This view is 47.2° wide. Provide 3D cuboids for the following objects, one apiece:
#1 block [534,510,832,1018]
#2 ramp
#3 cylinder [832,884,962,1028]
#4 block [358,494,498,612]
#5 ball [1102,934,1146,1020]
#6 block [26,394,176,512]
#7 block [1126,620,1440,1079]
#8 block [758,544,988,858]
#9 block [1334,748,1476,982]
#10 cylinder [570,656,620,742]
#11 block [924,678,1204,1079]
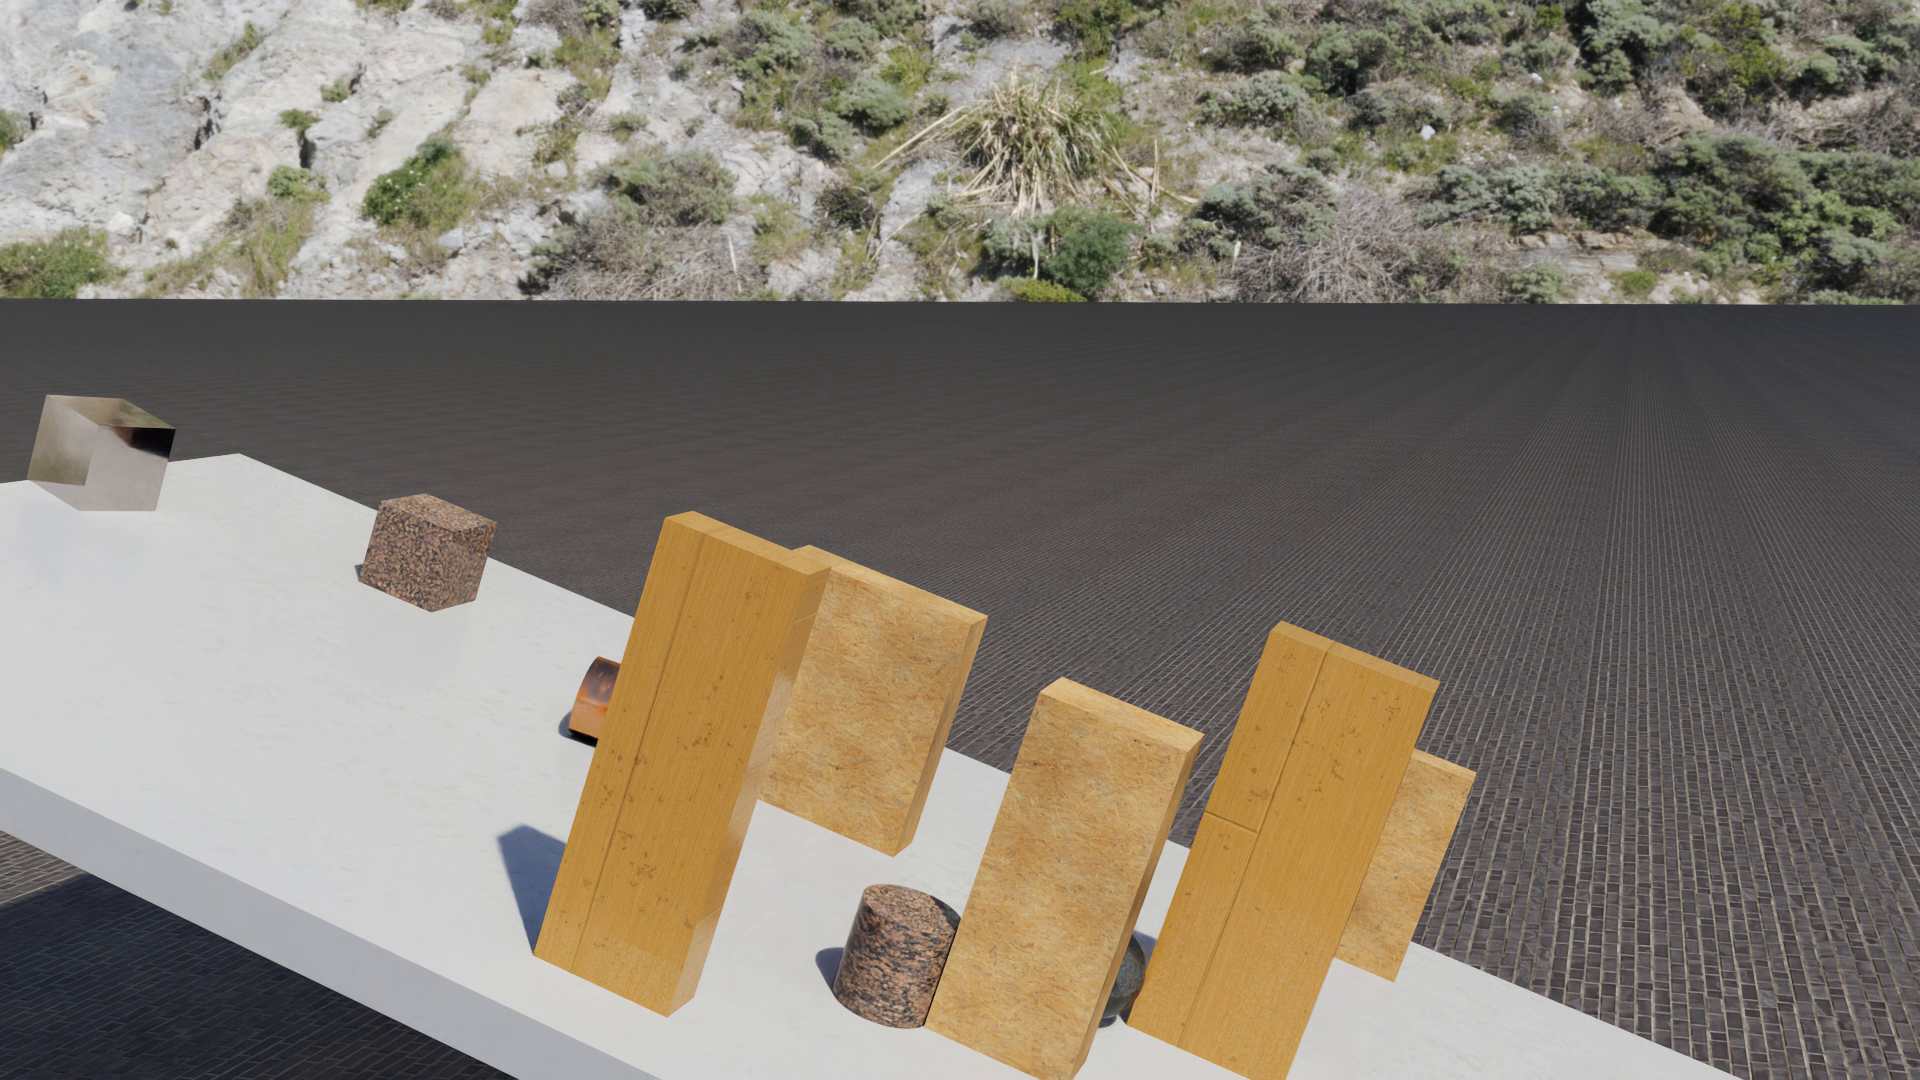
[{"bbox_3d":[-0.433,0.347,3.401,0.242,0.740,0.101,21,12,14],"label":"block"},{"bbox_3d":[-0.347,0.646,4.219,4.000,0.100,2.000,21,12,14],"label":"ramp"},{"bbox_3d":[-0.106,0.696,3.685,0.176,0.176,0.176,18,12,-4],"label":"cylinder"},{"bbox_3d":[-1.208,0.027,5.000,0.194,0.194,0.194,21,12,14],"label":"block"},{"bbox_3d":[0.240,0.760,3.903,0.181,0.181,0.181,0,7,0],"label":"ball"},{"bbox_3d":[-1.919,-0.193,4.917,0.199,0.199,0.199,25,14,30],"label":"block"},{"bbox_3d":[0.566,0.557,3.877,0.294,0.768,0.114,21,12,14],"label":"block"},{"bbox_3d":[-0.219,0.320,4.417,0.401,0.501,0.119,21,12,14],"label":"block"},{"bbox_3d":[0.869,0.657,4.619,0.269,0.464,0.087,21,12,14],"label":"block"},{"bbox_3d":[-0.681,0.340,4.452,0.165,0.165,0.165,19,8,3],"label":"cylinder"},{"bbox_3d":[0.171,0.565,3.635,0.256,0.610,0.144,21,12,14],"label":"block"}]
